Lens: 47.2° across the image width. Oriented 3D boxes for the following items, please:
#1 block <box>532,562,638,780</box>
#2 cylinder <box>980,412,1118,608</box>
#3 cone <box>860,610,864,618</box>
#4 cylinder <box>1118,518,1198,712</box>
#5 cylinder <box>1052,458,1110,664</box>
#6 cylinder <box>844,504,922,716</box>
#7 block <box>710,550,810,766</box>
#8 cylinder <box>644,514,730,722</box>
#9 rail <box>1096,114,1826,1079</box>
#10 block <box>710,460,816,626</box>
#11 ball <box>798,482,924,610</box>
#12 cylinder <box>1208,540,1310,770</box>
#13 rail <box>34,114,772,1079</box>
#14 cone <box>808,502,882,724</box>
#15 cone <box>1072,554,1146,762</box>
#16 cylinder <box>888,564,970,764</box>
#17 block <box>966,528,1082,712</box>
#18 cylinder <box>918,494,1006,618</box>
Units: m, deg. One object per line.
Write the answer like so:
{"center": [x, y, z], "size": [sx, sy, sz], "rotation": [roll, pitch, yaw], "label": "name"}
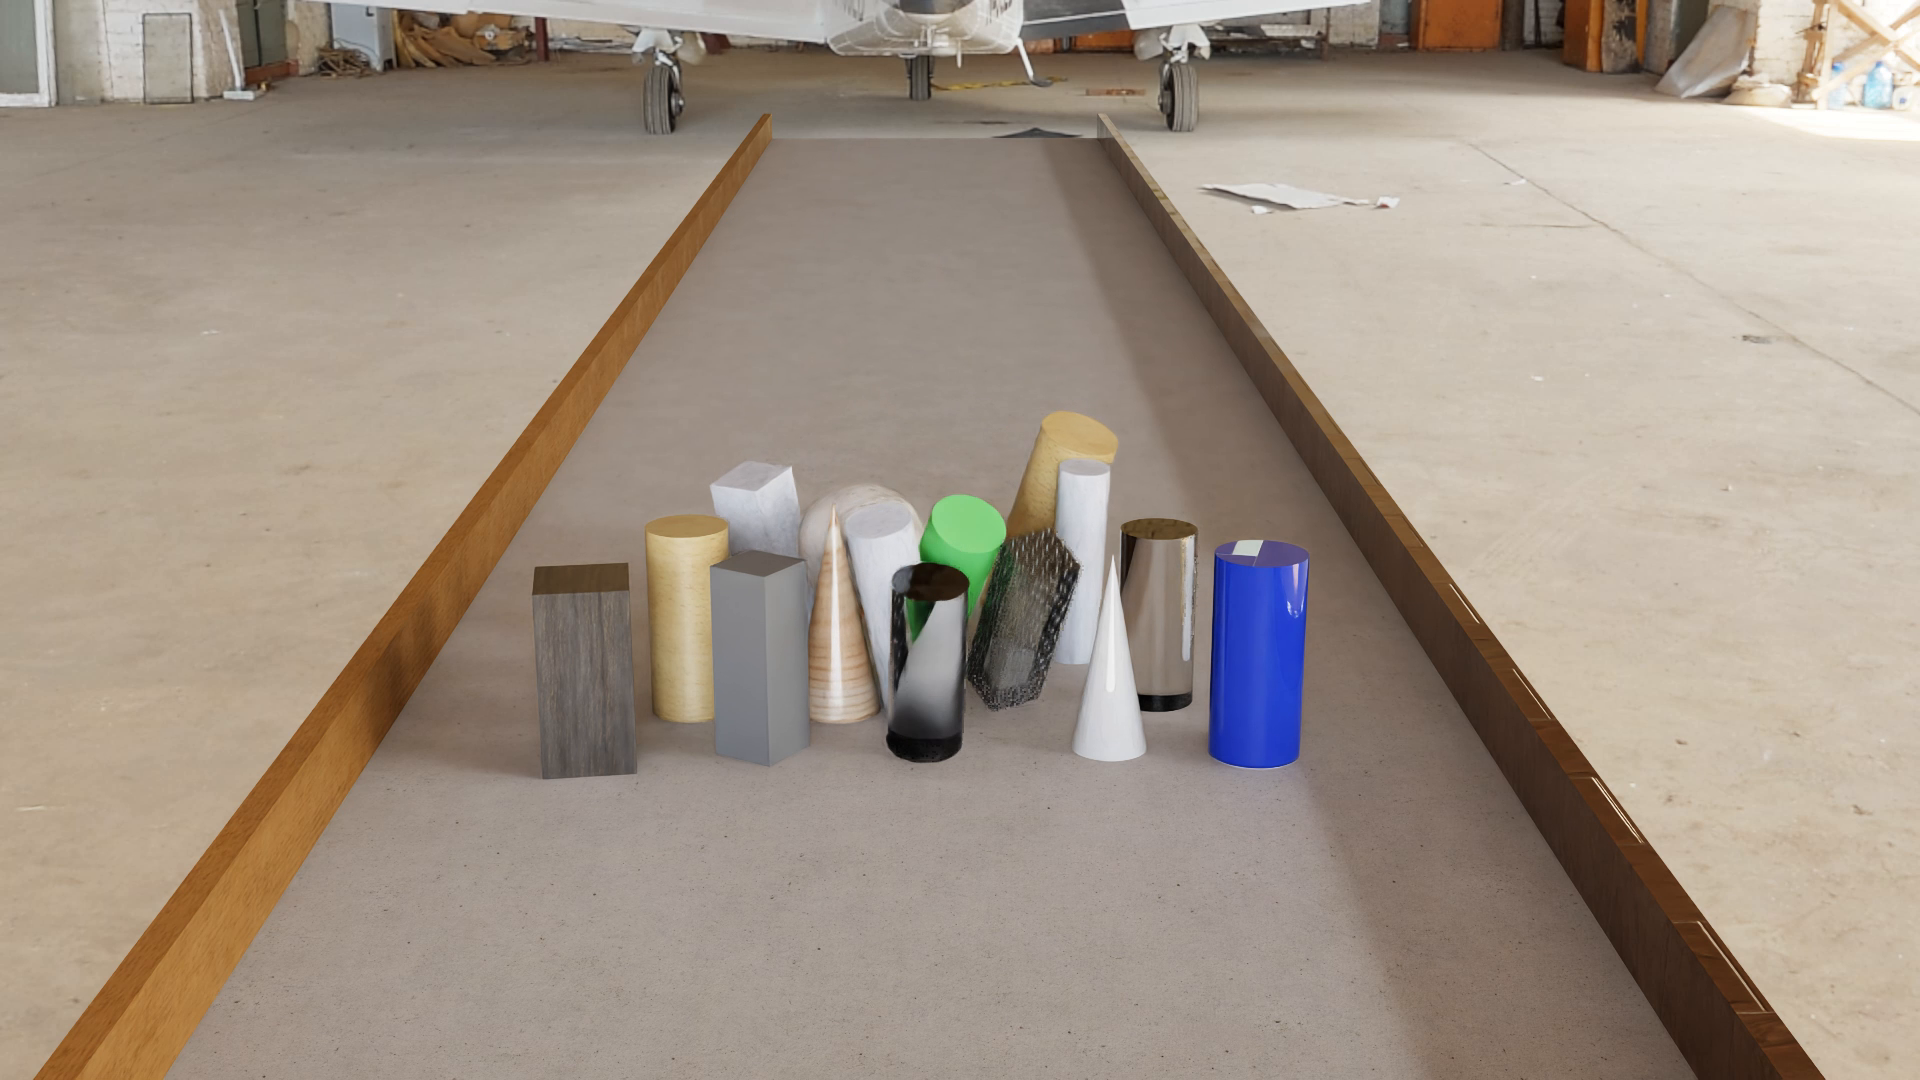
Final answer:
{"center": [-0.658, 0.228, 3.867], "size": [0.163, 0.337, 0.163], "rotation": [-3, 17, -8], "label": "block"}
{"center": [0.180, -0.034, 4.516], "size": [0.160, 0.444, 0.160], "rotation": [13, 32, -9], "label": "cylinder"}
{"center": [-0.320, 0.041, 4.505], "size": [0.171, 0.171, 0.311], "rotation": [14, -20, 39], "label": "cone"}
{"center": [0.372, 0.141, 4.159], "size": [0.145, 0.338, 0.145], "rotation": [0, 17, 0], "label": "cylinder"}
{"center": [0.235, 0.043, 4.365], "size": [0.102, 0.400, 0.102], "rotation": [2, 22, -1], "label": "cylinder"}
{"center": [-0.110, 0.141, 3.970], "size": [0.120, 0.413, 0.120], "rotation": [-8, 31, 5], "label": "cylinder"}
{"center": [-0.354, 0.209, 3.909], "size": [0.120, 0.351, 0.120], "rotation": [10, 19, 31], "label": "block"}
{"center": [-0.504, 0.146, 4.107], "size": [0.154, 0.359, 0.154], "rotation": [0, 17, 0], "label": "cylinder"}
{"center": [0.932, -0.844, 7.801], "size": [0.050, 0.150, 12.000], "rotation": [0, 17, -1], "label": "rail"}
{"center": [-0.378, 0.049, 4.346], "size": [0.114, 0.390, 0.114], "rotation": [9, 31, 33], "label": "block"}
{"center": [-0.188, 0.011, 4.221], "size": [0.246, 0.246, 0.246], "rotation": [0, 17, 0], "label": "ball"}
{"center": [0.527, 0.202, 3.895], "size": [0.164, 0.372, 0.164], "rotation": [0, 17, 0], "label": "cylinder"}
{"center": [-1.118, -0.838, 7.780], "size": [0.050, 0.150, 12.000], "rotation": [0, 17, -1], "label": "rail"}
{"center": [-0.232, 0.121, 4.099], "size": [0.166, 0.410, 0.166], "rotation": [0, 17, 0], "label": "cone"}
{"center": [0.269, 0.199, 3.920], "size": [0.136, 0.363, 0.136], "rotation": [0, 17, 0], "label": "cone"}
{"center": [-0.058, 0.218, 3.877], "size": [0.136, 0.331, 0.136], "rotation": [2, 28, -1], "label": "cylinder"}
{"center": [0.113, 0.152, 4.074], "size": [0.106, 0.351, 0.106], "rotation": [-15, 50, -29], "label": "block"}
{"center": [-0.041, 0.105, 4.128], "size": [0.139, 0.423, 0.139], "rotation": [10, 48, -12], "label": "cylinder"}
